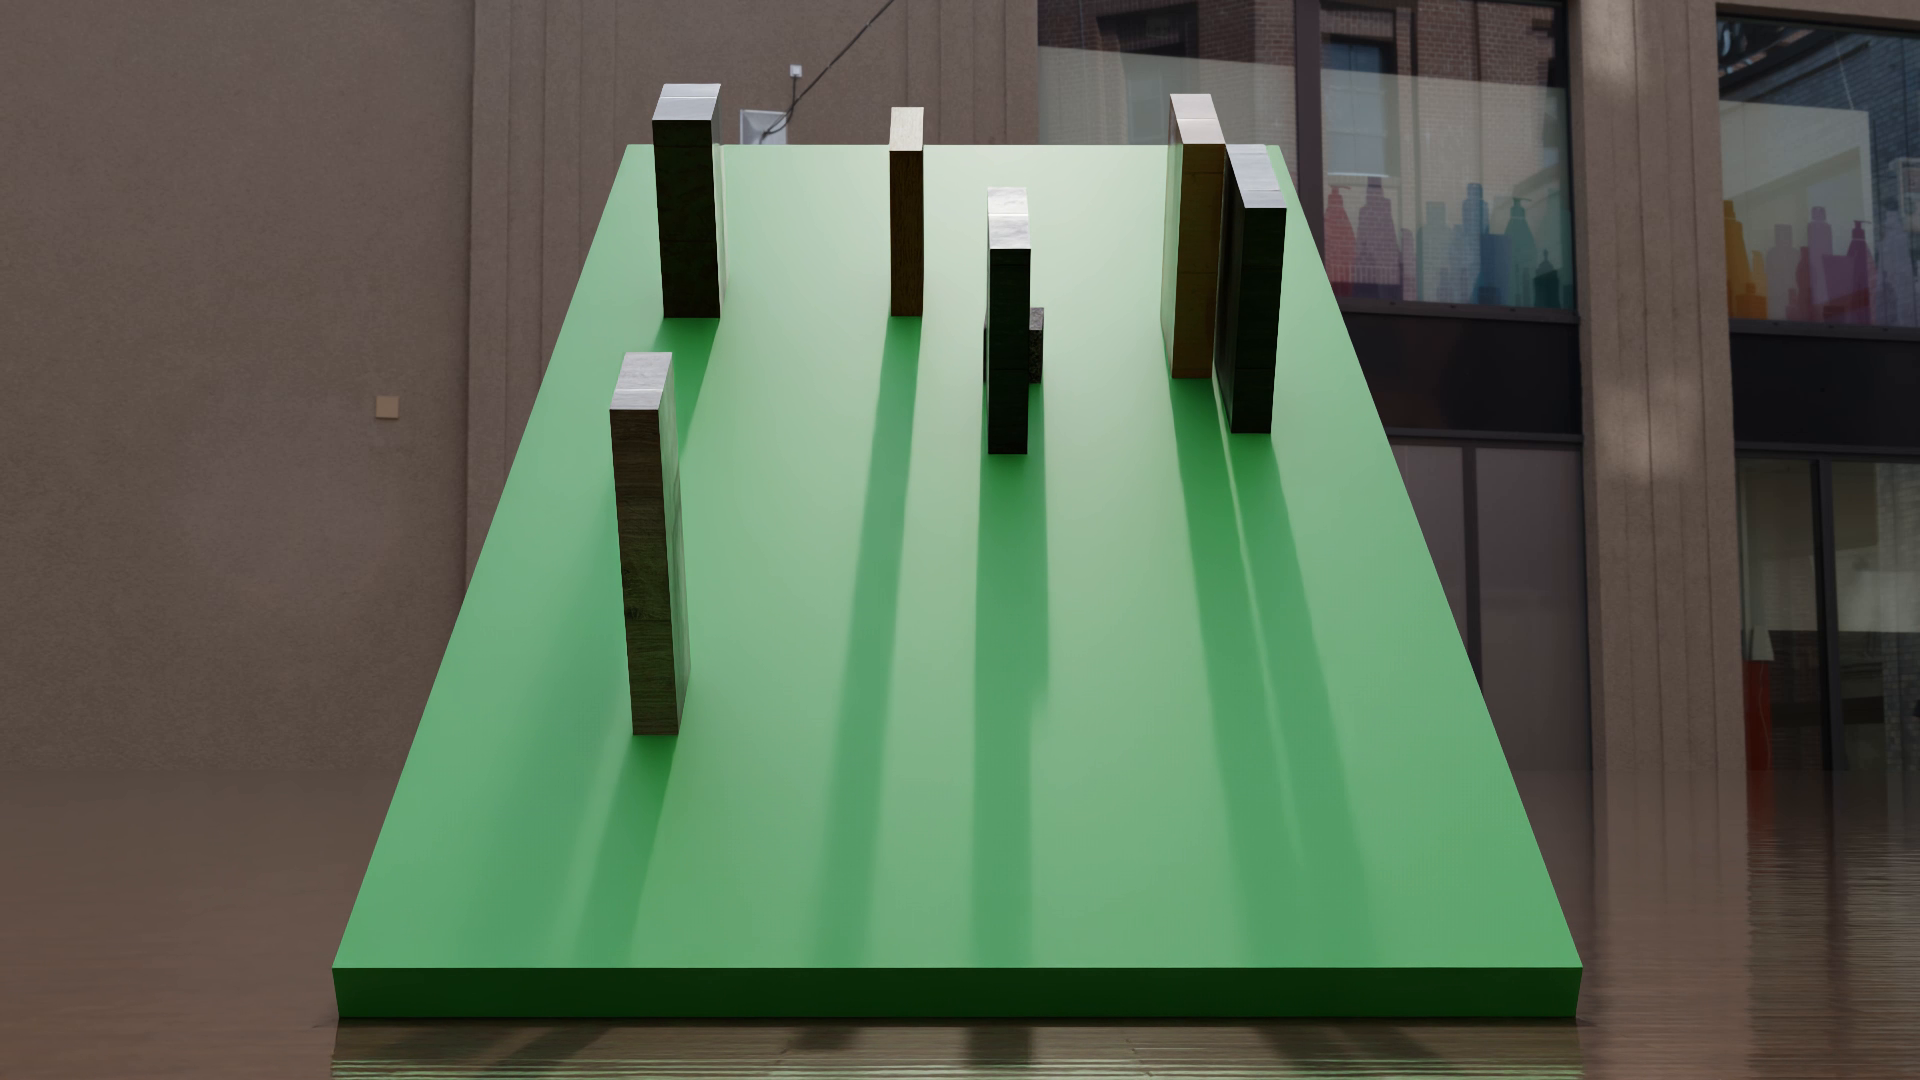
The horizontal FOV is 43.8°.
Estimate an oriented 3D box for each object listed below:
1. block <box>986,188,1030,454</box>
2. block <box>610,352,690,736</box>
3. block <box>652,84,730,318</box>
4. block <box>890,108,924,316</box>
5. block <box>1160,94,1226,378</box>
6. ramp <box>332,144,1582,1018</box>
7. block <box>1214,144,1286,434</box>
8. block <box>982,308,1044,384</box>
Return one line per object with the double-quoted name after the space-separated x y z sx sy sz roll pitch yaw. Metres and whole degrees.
0.109 -0.508 5.507 0.089 0.500 0.389 0 28 0 "block"
-0.562 0.011 4.366 0.084 0.664 0.242 0 28 0 "block"
-0.689 -0.873 6.151 0.145 0.528 0.293 0 28 0 "block"
-0.137 -0.854 6.204 0.082 0.446 0.341 0 28 0 "block"
0.565 -0.745 5.848 0.098 0.596 0.371 0 28 0 "block"
-0.012 -0.221 5.606 2.000 0.100 4.000 0 28 0 "ramp"
0.676 -0.593 5.611 0.092 0.554 0.427 0 28 0 "block"
0.131 -0.477 5.827 0.141 0.141 0.141 2 28 3 "block"
